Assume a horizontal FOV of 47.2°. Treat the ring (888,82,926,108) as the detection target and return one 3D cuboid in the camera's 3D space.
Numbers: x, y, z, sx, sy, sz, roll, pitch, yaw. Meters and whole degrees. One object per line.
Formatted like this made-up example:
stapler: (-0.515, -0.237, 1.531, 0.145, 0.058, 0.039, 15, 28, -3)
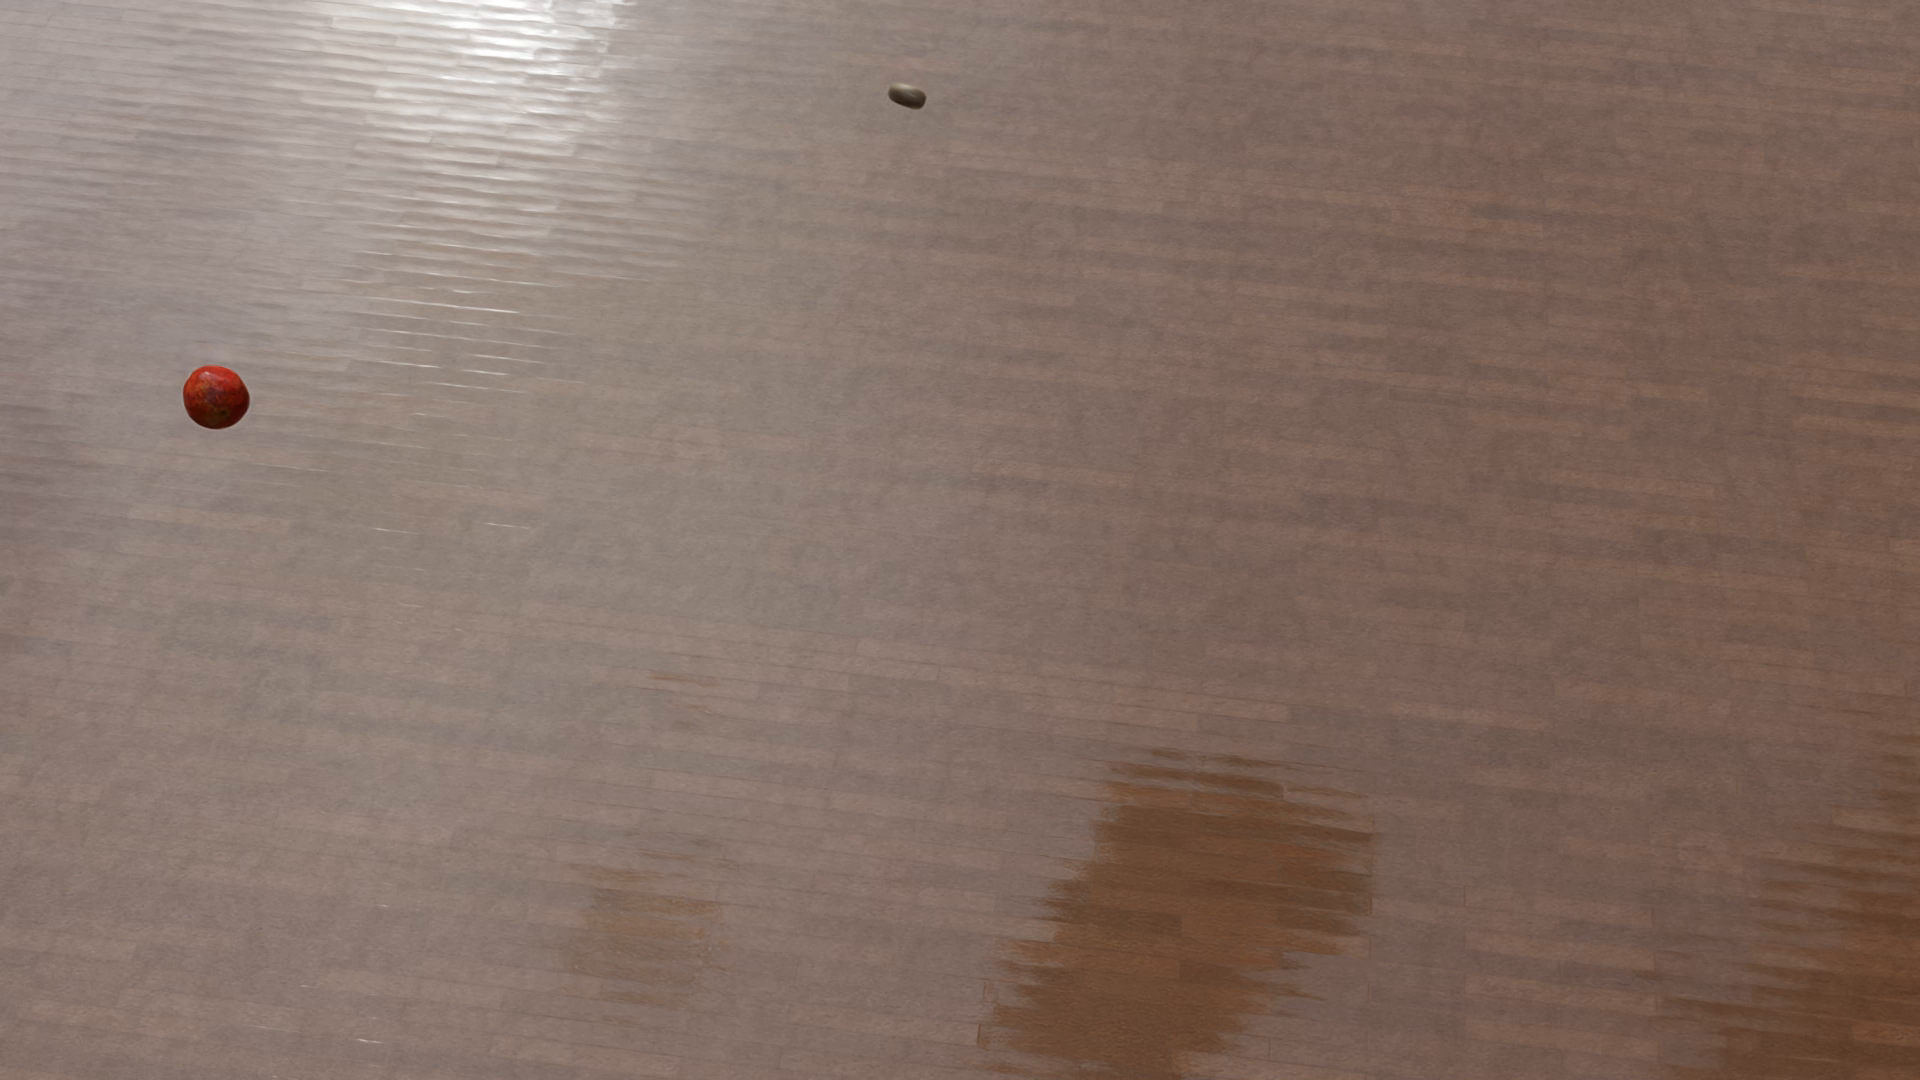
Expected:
ring: (-0.084, -0.711, 3.516, 0.061, 0.081, 0.028, 20, 93, -14)
